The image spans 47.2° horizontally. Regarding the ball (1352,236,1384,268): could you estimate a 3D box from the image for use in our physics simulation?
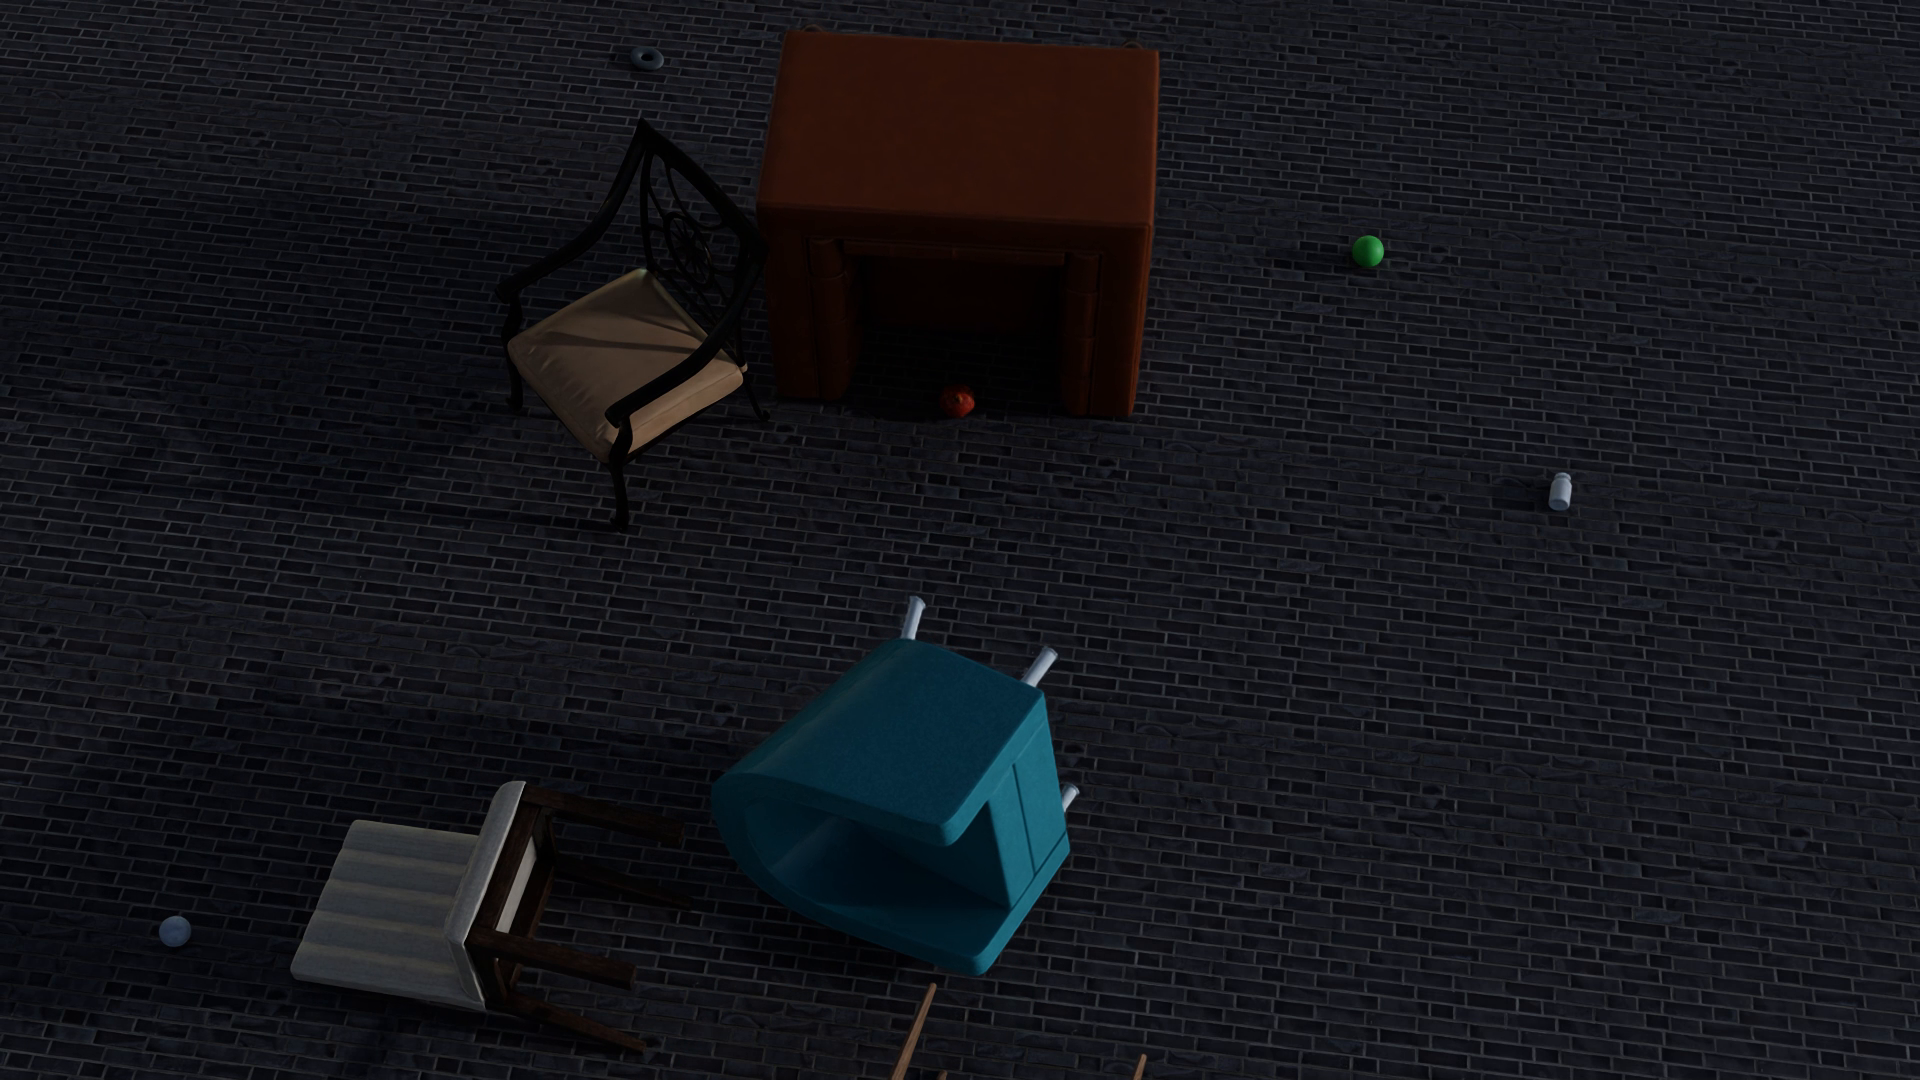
[{"bbox_3d":[1.325,-0.937,7.140,0.104,0.104,0.104,0,56,0],"label":"ball"}]

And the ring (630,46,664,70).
[{"bbox_3d":[-1.095,-1.683,7.686,0.130,0.029,0.102,31,61,18],"label":"ring"}]

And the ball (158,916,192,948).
[{"bbox_3d":[-2.080,1.037,5.828,0.082,0.082,0.082,0,56,0],"label":"ball"}]
